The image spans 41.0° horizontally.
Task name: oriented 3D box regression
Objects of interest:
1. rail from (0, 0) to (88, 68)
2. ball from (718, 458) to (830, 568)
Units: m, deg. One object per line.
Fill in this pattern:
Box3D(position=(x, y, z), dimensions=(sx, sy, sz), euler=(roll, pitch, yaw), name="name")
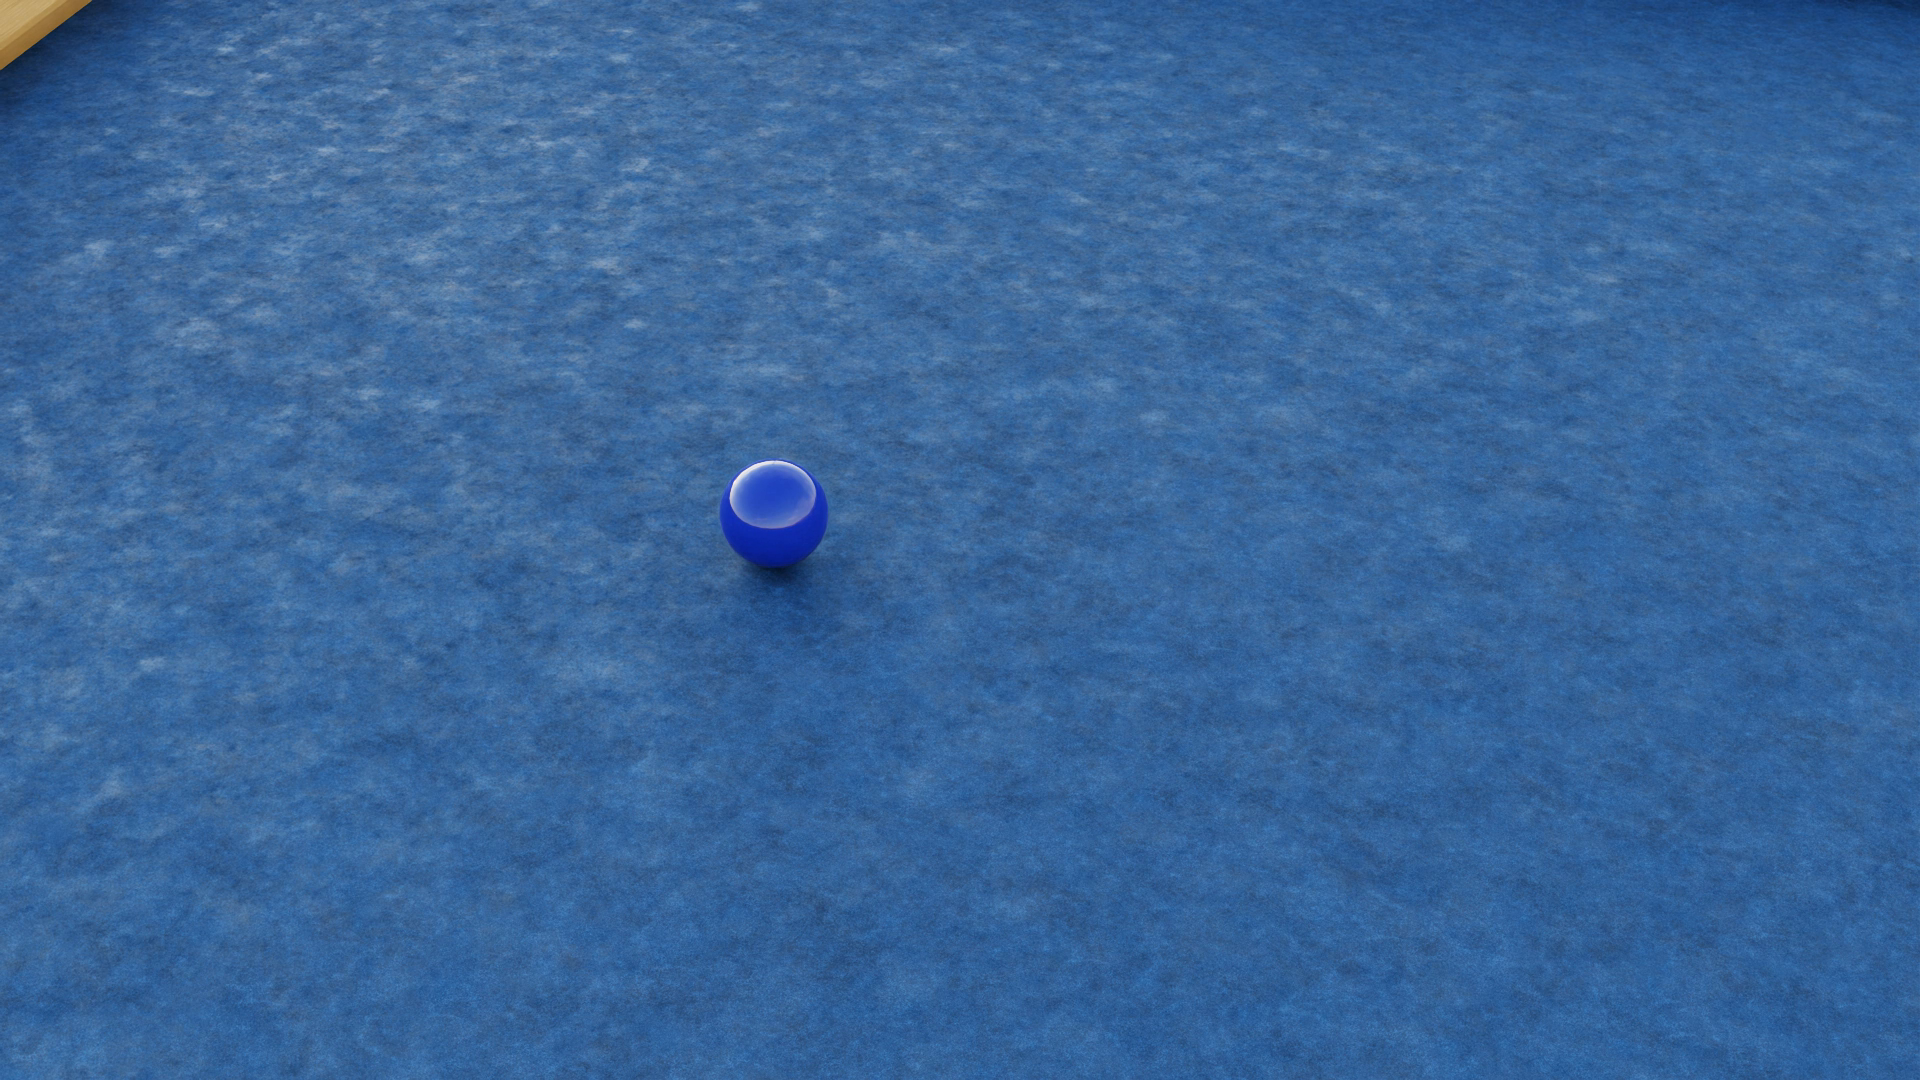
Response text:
Box3D(position=(-1.066, -0.161, 1.994), dimensions=(0.045, 0.102, 2.533), euler=(8, 36, 11), name="rail")
Box3D(position=(-0.131, -0.019, 1.811), dimensions=(0.078, 0.078, 0.078), euler=(0, 35, 0), name="ball")
